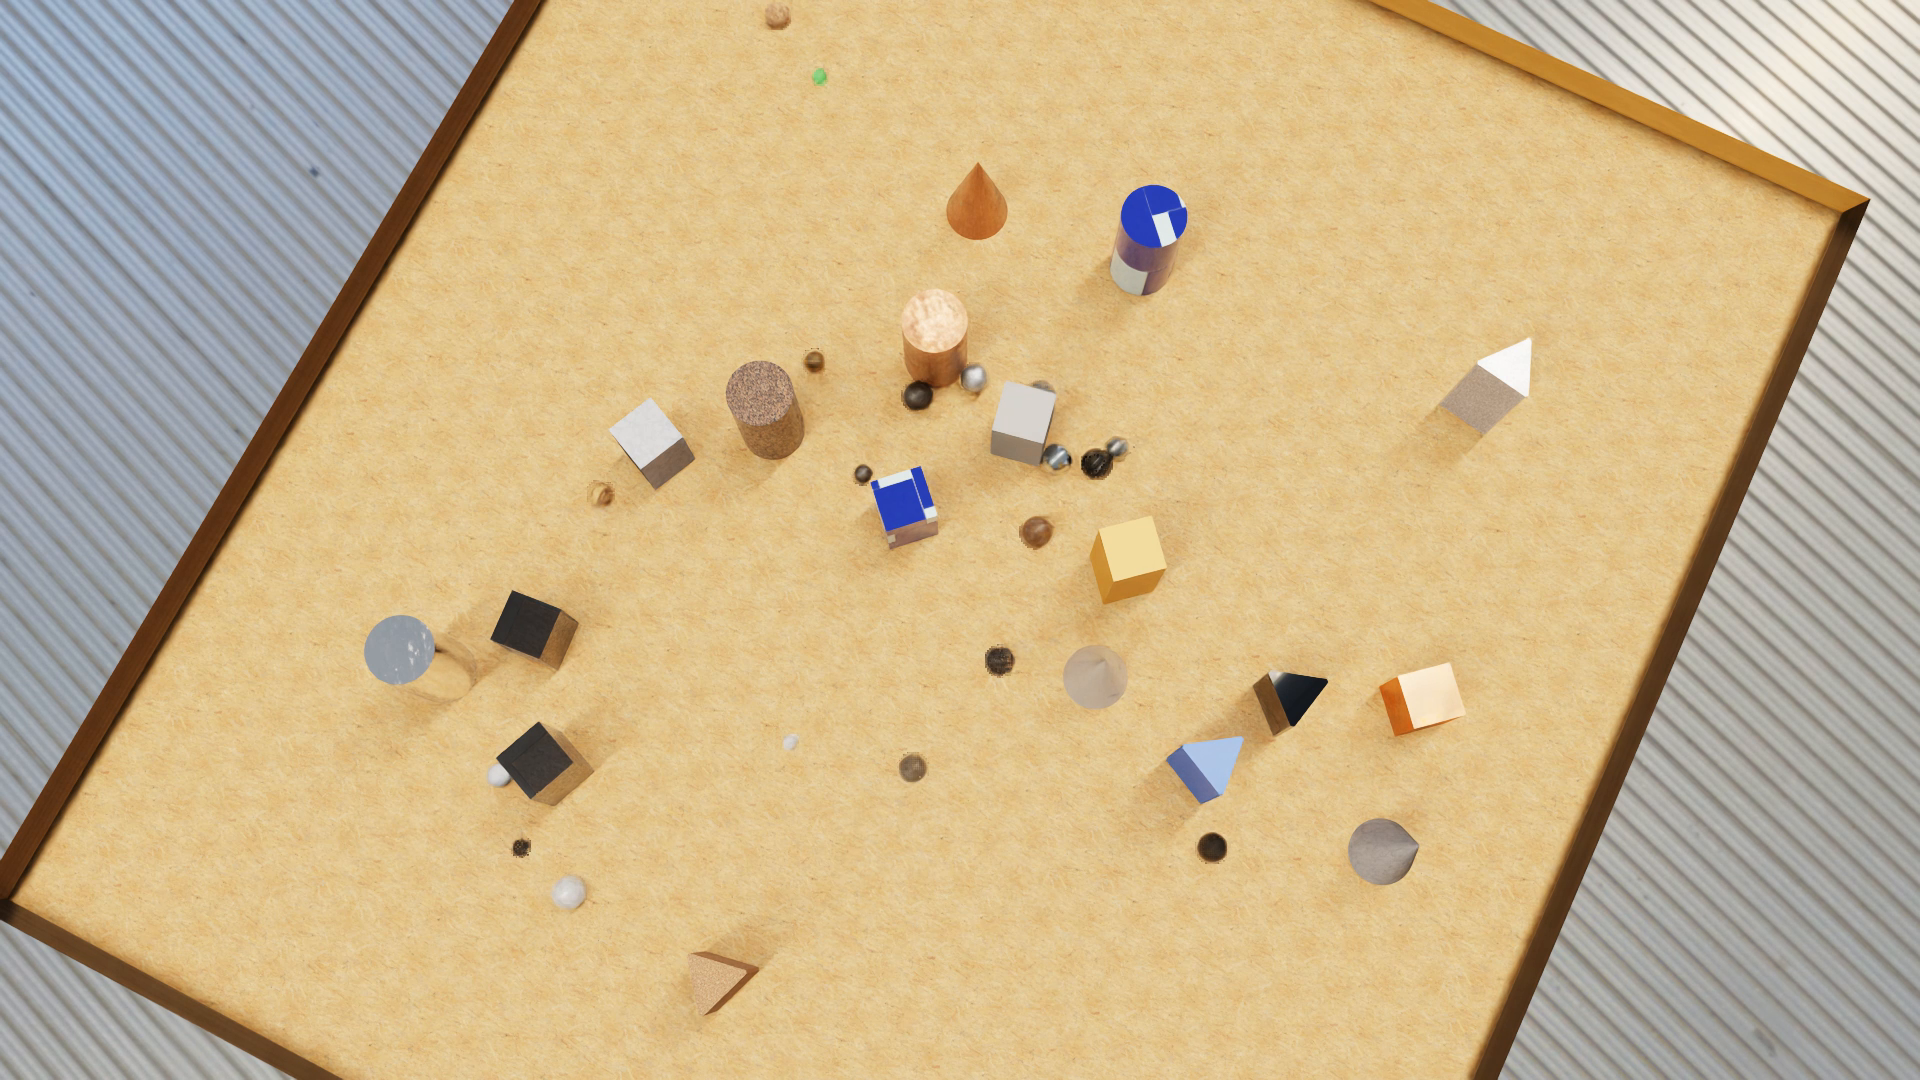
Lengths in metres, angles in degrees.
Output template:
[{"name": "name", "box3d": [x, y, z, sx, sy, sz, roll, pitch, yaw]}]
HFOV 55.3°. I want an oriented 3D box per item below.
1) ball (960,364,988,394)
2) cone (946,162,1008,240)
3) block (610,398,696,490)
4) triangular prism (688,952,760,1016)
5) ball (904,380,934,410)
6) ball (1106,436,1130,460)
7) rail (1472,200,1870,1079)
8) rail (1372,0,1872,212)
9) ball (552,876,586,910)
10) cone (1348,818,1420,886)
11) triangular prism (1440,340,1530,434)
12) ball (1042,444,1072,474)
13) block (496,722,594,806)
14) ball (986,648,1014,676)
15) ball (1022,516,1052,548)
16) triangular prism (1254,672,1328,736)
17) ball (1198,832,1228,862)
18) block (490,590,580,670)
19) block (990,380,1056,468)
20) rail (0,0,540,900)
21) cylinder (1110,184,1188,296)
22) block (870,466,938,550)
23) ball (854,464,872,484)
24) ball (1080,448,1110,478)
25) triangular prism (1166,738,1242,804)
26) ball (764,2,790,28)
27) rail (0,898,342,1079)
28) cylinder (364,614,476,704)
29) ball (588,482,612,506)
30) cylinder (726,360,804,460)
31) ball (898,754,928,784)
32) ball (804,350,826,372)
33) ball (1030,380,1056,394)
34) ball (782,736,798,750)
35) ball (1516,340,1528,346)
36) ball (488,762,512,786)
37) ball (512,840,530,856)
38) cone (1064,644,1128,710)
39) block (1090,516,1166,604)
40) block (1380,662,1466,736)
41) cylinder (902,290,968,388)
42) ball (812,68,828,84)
[{"name": "ball", "box3d": [0.045, -0.499, 5.675, 0.088, 0.088, 0.088, 0, 78, 0]}, {"name": "cone", "box3d": [0.054, -1.087, 5.643, 0.196, 0.388, 0.196, 0, 78, 0]}, {"name": "block", "box3d": [-0.928, -0.288, 5.539, 0.157, 0.269, 0.157, -39, 81, -7]}, {"name": "triangular prism", "box3d": [-0.698, 1.225, 5.193, 0.170, 0.332, 0.147, -43, 81, -8]}, {"name": "ball", "box3d": [-0.127, -0.440, 5.591, 0.092, 0.092, 0.092, 0, 78, 0]}, {"name": "ball", "box3d": [0.484, -0.283, 5.632, 0.076, 0.076, 0.076, 0, 78, 0]}, {"name": "rail", "box3d": [1.817, 0.897, 5.365, 0.045, 0.127, 4.469, 26, 80, 5]}, {"name": "rail", "box3d": [0.989, -1.929, 5.950, 4.111, 0.127, 0.045, 26, 80, 5]}, {"name": "ball", "box3d": [-1.144, 1.031, 5.353, 0.098, 0.098, 0.098, 0, 78, 0]}, {"name": "cone", "box3d": [1.247, 0.875, 5.198, 0.196, 0.466, 0.196, 0, 78, 0]}, {"name": "triangular prism", "box3d": [1.605, -0.478, 5.497, 0.170, 0.427, 0.147, 36, 81, 7]}, {"name": "ball", "box3d": [0.298, -0.247, 5.619, 0.096, 0.096, 0.096, 0, 78, 0]}, {"name": "block", "box3d": [-1.200, 0.653, 5.323, 0.157, 0.311, 0.157, -41, 81, -8]}, {"name": "ball", "box3d": [0.123, 0.364, 5.498, 0.085, 0.085, 0.085, 0, 78, 0]}, {"name": "ball", "box3d": [0.235, -0.025, 5.573, 0.096, 0.096, 0.096, 0, 78, 0]}, {"name": "triangular prism", "box3d": [0.941, 0.450, 5.373, 0.147, 0.294, 0.170, 38, 81, 7]}, {"name": "ball", "box3d": [0.743, 0.904, 5.384, 0.089, 0.089, 0.089, 0, 78, 0]}, {"name": "block", "box3d": [-1.258, 0.270, 5.431, 0.157, 0.254, 0.157, 21, 79, 4]}, {"name": "block", "box3d": [0.190, -0.349, 5.544, 0.157, 0.284, 0.157, 15, 79, 3]}, {"name": "rail", "box3d": [-1.817, -0.883, 5.733, 0.045, 0.127, 4.469, 26, 80, 5]}, {"name": "cylinder", "box3d": [0.570, -0.909, 5.589, 0.196, 0.423, 0.196, 0, 78, 0]}, {"name": "block", "box3d": [-0.165, -0.094, 5.499, 0.157, 0.269, 0.157, -18, 79, -4]}, {"name": "ball", "box3d": [-0.297, -0.203, 5.629, 0.058, 0.058, 0.058, 0, 78, 0]}, {"name": "ball", "box3d": [0.416, -0.235, 5.617, 0.094, 0.094, 0.094, 0, 78, 0]}, {"name": "triangular prism", "box3d": [0.727, 0.634, 5.275, 0.147, 0.413, 0.170, -37, 81, -7]}, {"name": "ball", "box3d": [-0.591, -1.699, 5.926, 0.082, 0.082, 0.082, 0, 78, 0]}, {"name": "rail", "box3d": [-0.989, 1.943, 5.148, 4.111, 0.127, 0.045, 26, 80, 5]}, {"name": "cylinder", "box3d": [-1.558, 0.350, 5.313, 0.196, 0.453, 0.196, 0, 78, 0]}, {"name": "ball", "box3d": [-1.099, -0.141, 5.609, 0.073, 0.073, 0.073, 0, 78, 0]}, {"name": "cylinder", "box3d": [-0.579, -0.384, 5.491, 0.196, 0.402, 0.196, 0, 78, 0]}, {"name": "ball", "box3d": [-0.140, 0.679, 5.433, 0.084, 0.084, 0.084, 0, 78, 0]}, {"name": "ball", "box3d": [-0.451, -0.554, 5.697, 0.068, 0.068, 0.068, 0, 78, 0]}, {"name": "ball", "box3d": [0.250, -0.444, 5.653, 0.097, 0.097, 0.097, 0, 78, 0]}, {"name": "ball", "box3d": [-0.508, 0.606, 5.468, 0.046, 0.046, 0.046, 0, 78, 0]}, {"name": "ball", "box3d": [1.757, -0.605, 5.721, 0.042, 0.042, 0.042, 0, 78, 0]}, {"name": "ball", "box3d": [-1.363, 0.695, 5.436, 0.072, 0.072, 0.072, 0, 78, 0]}, {"name": "ball", "box3d": [-1.295, 0.906, 5.404, 0.048, 0.048, 0.048, 0, 78, 0]}, {"name": "cone", "box3d": [0.409, 0.374, 5.340, 0.196, 0.389, 0.196, 0, 78, 0]}, {"name": "block", "box3d": [0.492, 0.064, 5.404, 0.157, 0.390, 0.157, -14, 79, -3]}, {"name": "block", "box3d": [1.359, 0.472, 5.395, 0.157, 0.242, 0.157, -15, 79, -3]}, {"name": "cylinder", "box3d": [-0.075, -0.606, 5.556, 0.196, 0.365, 0.196, 0, 78, 0]}, {"name": "ball", "box3d": [-0.452, -1.492, 5.900, 0.049, 0.049, 0.049, 0, 78, 0]}]
